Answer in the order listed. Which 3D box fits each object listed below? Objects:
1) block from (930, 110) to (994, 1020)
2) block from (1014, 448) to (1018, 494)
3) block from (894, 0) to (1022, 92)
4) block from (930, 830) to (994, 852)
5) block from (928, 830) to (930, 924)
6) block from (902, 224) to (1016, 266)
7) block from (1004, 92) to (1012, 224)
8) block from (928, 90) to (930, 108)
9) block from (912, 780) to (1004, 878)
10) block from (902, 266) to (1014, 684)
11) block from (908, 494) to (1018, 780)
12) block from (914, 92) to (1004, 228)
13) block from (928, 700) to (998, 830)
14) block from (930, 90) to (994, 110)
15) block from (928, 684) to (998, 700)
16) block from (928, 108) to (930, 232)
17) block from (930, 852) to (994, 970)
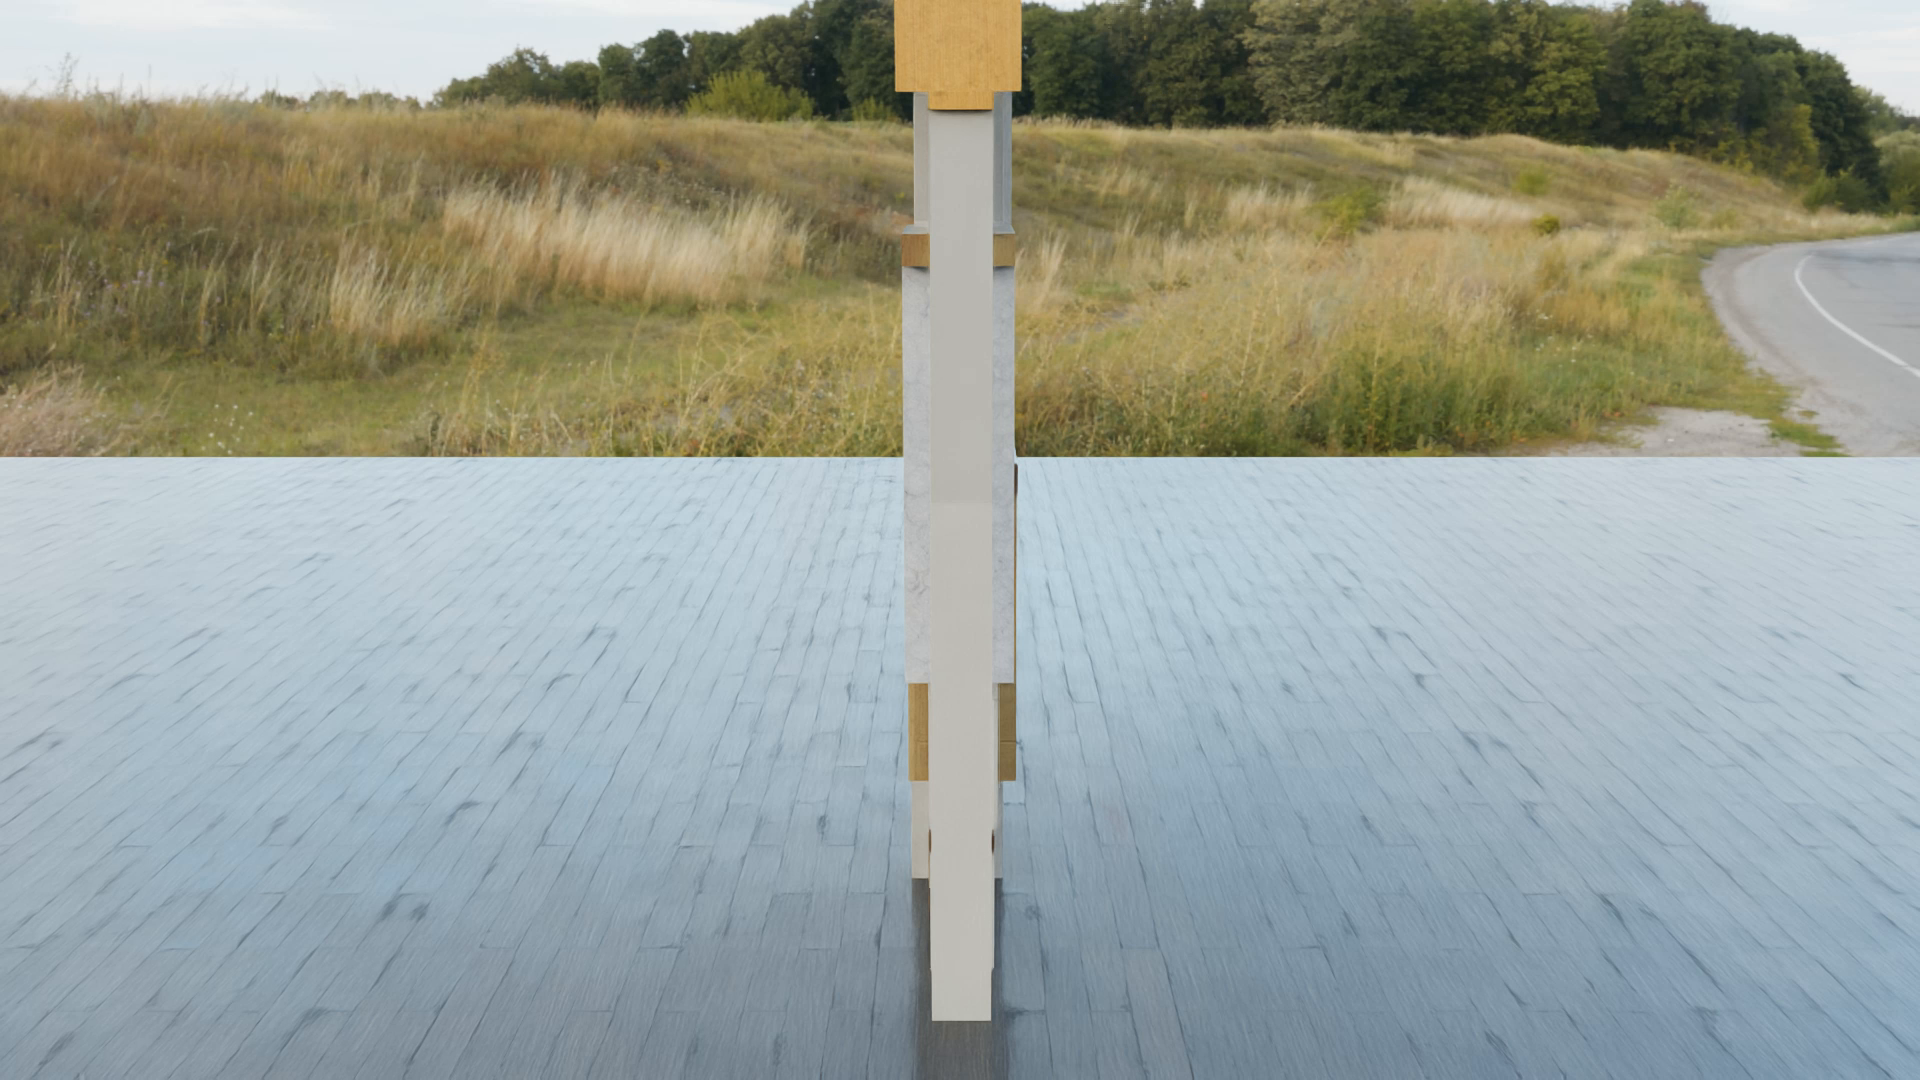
[{"bbox_3d":[0.002,0.057,3.039,0.085,1.279,0.024,0,11,0],"label":"block"},{"bbox_3d":[0.003,-0.125,3.566,0.171,0.049,0.343,0,11,0],"label":"block"},{"bbox_3d":[-0.004,-0.863,3.078,0.177,0.461,0.050,0,11,0],"label":"block"},{"bbox_3d":[0.004,0.435,3.376,0.096,0.027,0.193,0,11,0],"label":"block"},{"bbox_3d":[0.000,0.515,3.528,0.100,0.200,0.028,0,11,0],"label":"block"},{"bbox_3d":[-0.002,-0.435,3.234,0.159,0.045,0.319,0,10,0],"label":"block"},{"bbox_3d":[0.004,-0.646,3.561,0.158,0.315,0.045,0,11,0],"label":"block"},{"bbox_3d":[-0.003,-0.628,3.144,0.086,0.024,0.172,0,11,-1],"label":"block"},{"bbox_3d":[-0.005,0.419,3.737,0.155,0.310,0.044,0,11,0],"label":"block"},{"bbox_3d":[-0.001,-0.094,3.189,0.159,0.609,0.045,0,11,0],"label":"block"},{"bbox_3d":[0.004,0.151,3.501,0.171,0.469,0.049,0,11,0],"label":"block"},{"bbox_3d":[-0.002,-0.602,3.286,0.133,0.266,0.038,0,11,0],"label":"block"},{"bbox_3d":[0.005,0.331,3.297,0.103,0.206,0.029,0,11,0],"label":"block"},{"bbox_3d":[0.001,-0.594,2.974,0.085,0.024,0.169,0,11,0],"label":"block"},{"bbox_3d":[0.005,0.202,3.342,0.103,0.029,0.206,0,11,0],"label":"block"},{"bbox_3d":[-0.002,-0.521,3.105,0.086,0.172,0.024,0,10,0],"label":"block"},{"bbox_3d":[0.004,0.554,3.333,0.096,0.193,0.027,0,11,1],"label":"block"}]
